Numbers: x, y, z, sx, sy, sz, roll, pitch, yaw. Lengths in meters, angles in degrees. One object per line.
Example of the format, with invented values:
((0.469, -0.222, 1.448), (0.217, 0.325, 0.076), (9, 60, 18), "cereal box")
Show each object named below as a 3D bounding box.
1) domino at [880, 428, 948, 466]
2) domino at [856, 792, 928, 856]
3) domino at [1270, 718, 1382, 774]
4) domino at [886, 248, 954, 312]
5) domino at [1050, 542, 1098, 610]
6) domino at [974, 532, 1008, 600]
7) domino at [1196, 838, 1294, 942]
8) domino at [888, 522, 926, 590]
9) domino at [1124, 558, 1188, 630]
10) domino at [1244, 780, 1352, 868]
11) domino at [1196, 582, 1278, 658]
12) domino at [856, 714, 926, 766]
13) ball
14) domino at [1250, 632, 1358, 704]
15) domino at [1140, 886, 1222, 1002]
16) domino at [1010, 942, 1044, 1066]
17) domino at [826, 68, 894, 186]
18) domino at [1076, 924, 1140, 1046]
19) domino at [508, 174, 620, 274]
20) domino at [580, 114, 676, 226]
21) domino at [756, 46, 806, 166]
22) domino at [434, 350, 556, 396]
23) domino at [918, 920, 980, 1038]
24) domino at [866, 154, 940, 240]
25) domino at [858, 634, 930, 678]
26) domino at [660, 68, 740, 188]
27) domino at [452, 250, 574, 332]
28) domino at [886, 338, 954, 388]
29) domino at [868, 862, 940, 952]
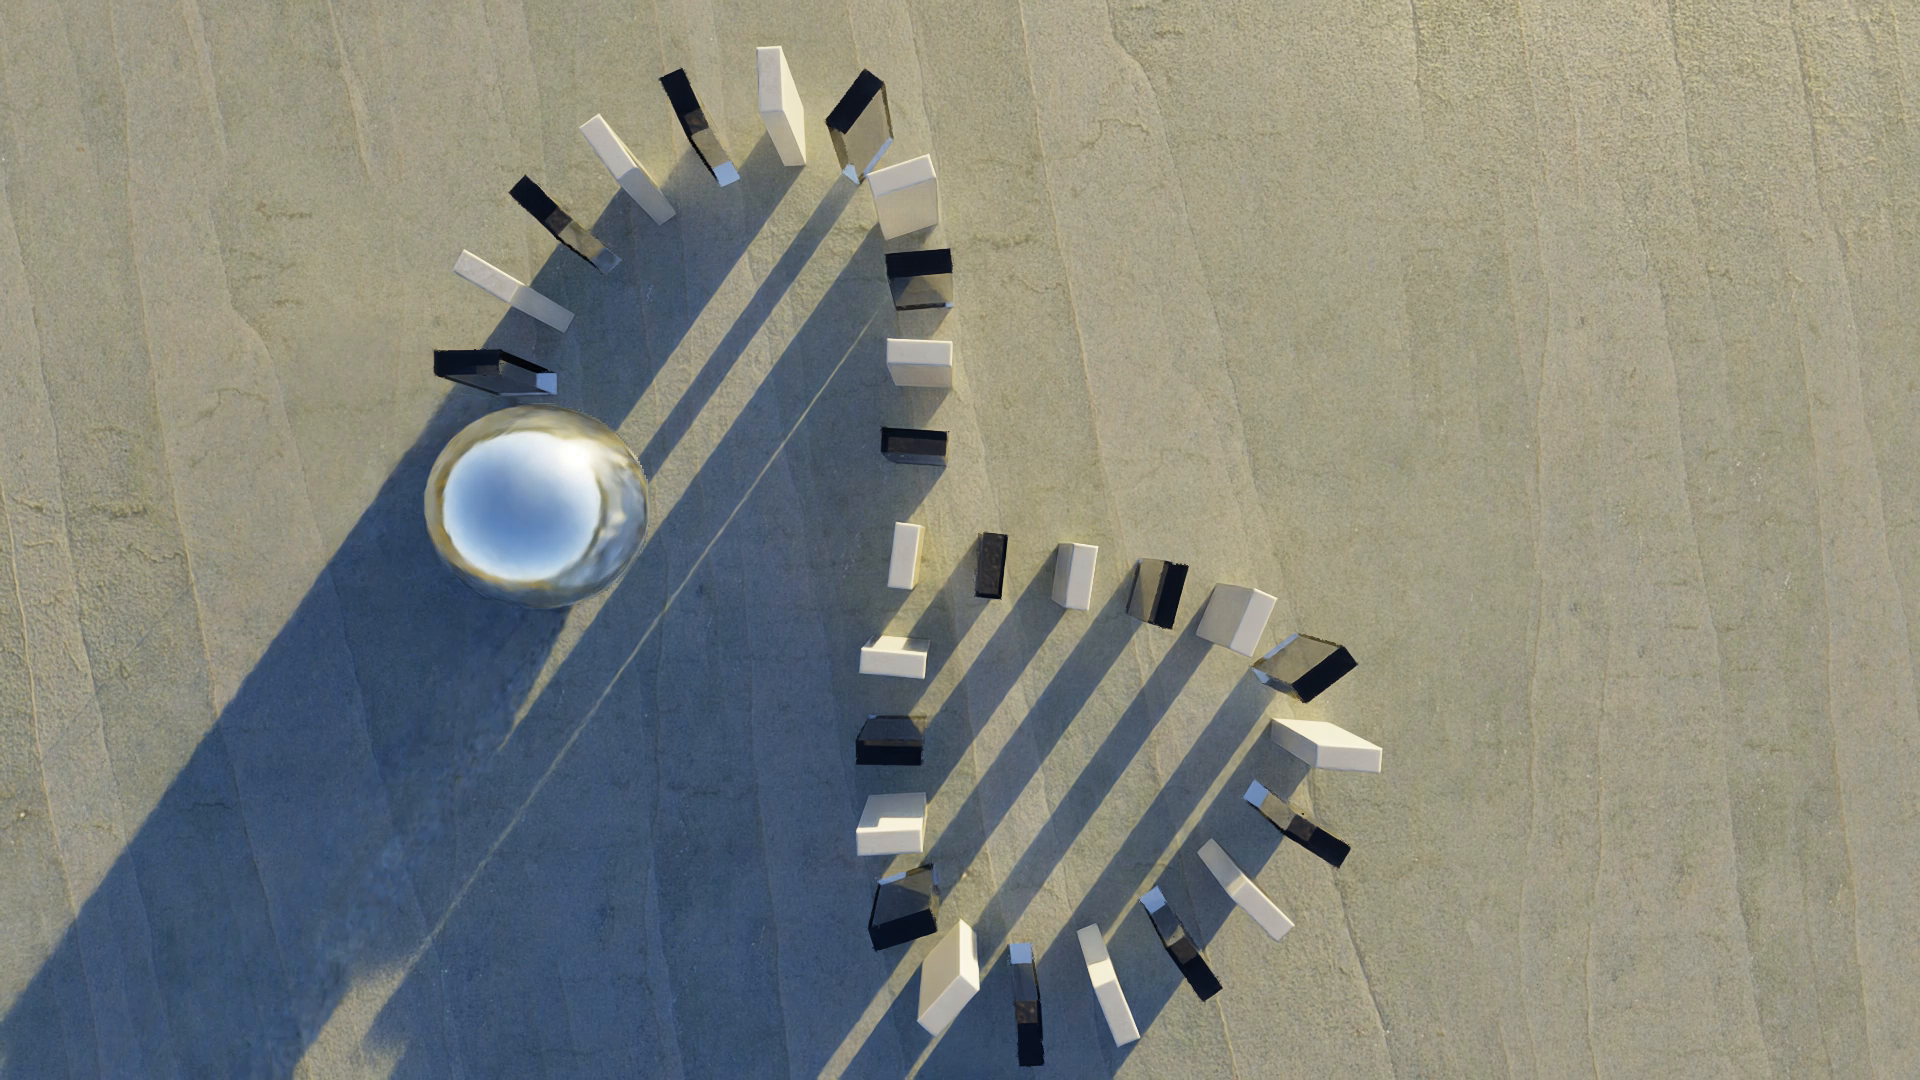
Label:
((-0.018, -0.038, 0.375), (0.025, 0.050, 0.009), (4, 90, 0), "domino")
((-0.027, 0.115, 0.375), (0.025, 0.050, 0.009), (-3, 90, 0), "domino")
((0.148, 0.083, 0.375), (0.025, 0.050, 0.010), (4, 90, 0), "domino")
((-0.016, -0.106, 0.375), (0.025, 0.050, 0.009), (-5, 90, 0), "domino")
((0.046, 0.014, 0.375), (0.009, 0.050, 0.025), (8, 90, 0), "domino")
((0.012, 0.010, 0.375), (0.010, 0.050, 0.025), (6, 90, 0), "domino")
((0.116, 0.142, 0.375), (0.025, 0.050, 0.010), (44, 90, 0), "domino")
((-0.022, 0.006, 0.375), (0.009, 0.050, 0.025), (8, 90, 0), "domino")
((0.080, 0.021, 0.375), (0.009, 0.050, 0.025), (15, 90, 0), "domino")
((0.137, 0.115, 0.375), (0.025, 0.050, 0.010), (32, 90, 0), "domino")
((0.112, 0.032, 0.375), (0.009, 0.050, 0.025), (24, 90, 0), "domino")
((-0.027, 0.081, 0.375), (0.025, 0.050, 0.009), (1, 90, 0), "domino")
((-0.164, -0.013, 0.360), (0.080, 0.080, 0.080), (0, 90, 0), "ball")
((0.139, 0.051, 0.375), (0.025, 0.050, 0.009), (-37, 90, 0), "domino")
((0.089, 0.164, 0.375), (0.009, 0.050, 0.025), (-35, 90, 0), "domino")
((0.027, 0.188, 0.375), (0.009, 0.050, 0.025), (-3, 90, 0), "domino")
((-0.040, -0.168, 0.375), (0.010, 0.050, 0.025), (37, 90, 0), "domino")
((0.060, 0.181, 0.375), (0.009, 0.050, 0.025), (-22, 90, 0), "domino")
((-0.160, -0.128, 0.375), (0.025, 0.050, 0.010), (44, 90, 0), "domino")
((-0.135, -0.150, 0.375), (0.010, 0.050, 0.025), (-36, 90, 0), "domino")
((-0.073, -0.176, 0.375), (0.010, 0.050, 0.025), (-3, 90, 0), "domino")
((-0.189, -0.068, 0.375), (0.025, 0.050, 0.009), (-1, 90, 0), "domino")
((-0.005, 0.178, 0.375), (0.009, 0.050, 0.025), (42, 90, 0), "domino")
((-0.022, -0.139, 0.375), (0.025, 0.050, 0.010), (-18, 90, 0), "domino")
((-0.026, 0.047, 0.375), (0.025, 0.050, 0.010), (5, 90, 0), "domino")
((-0.105, -0.167, 0.375), (0.010, 0.050, 0.025), (-25, 90, 0), "domino")
((-0.181, -0.101, 0.375), (0.025, 0.050, 0.009), (30, 90, 0), "domino")
((-0.016, -0.072, 0.375), (0.025, 0.050, 0.010), (3, 90, 0), "domino")
((-0.022, 0.149, 0.375), (0.025, 0.050, 0.010), (-18, 90, 0), "domino")
